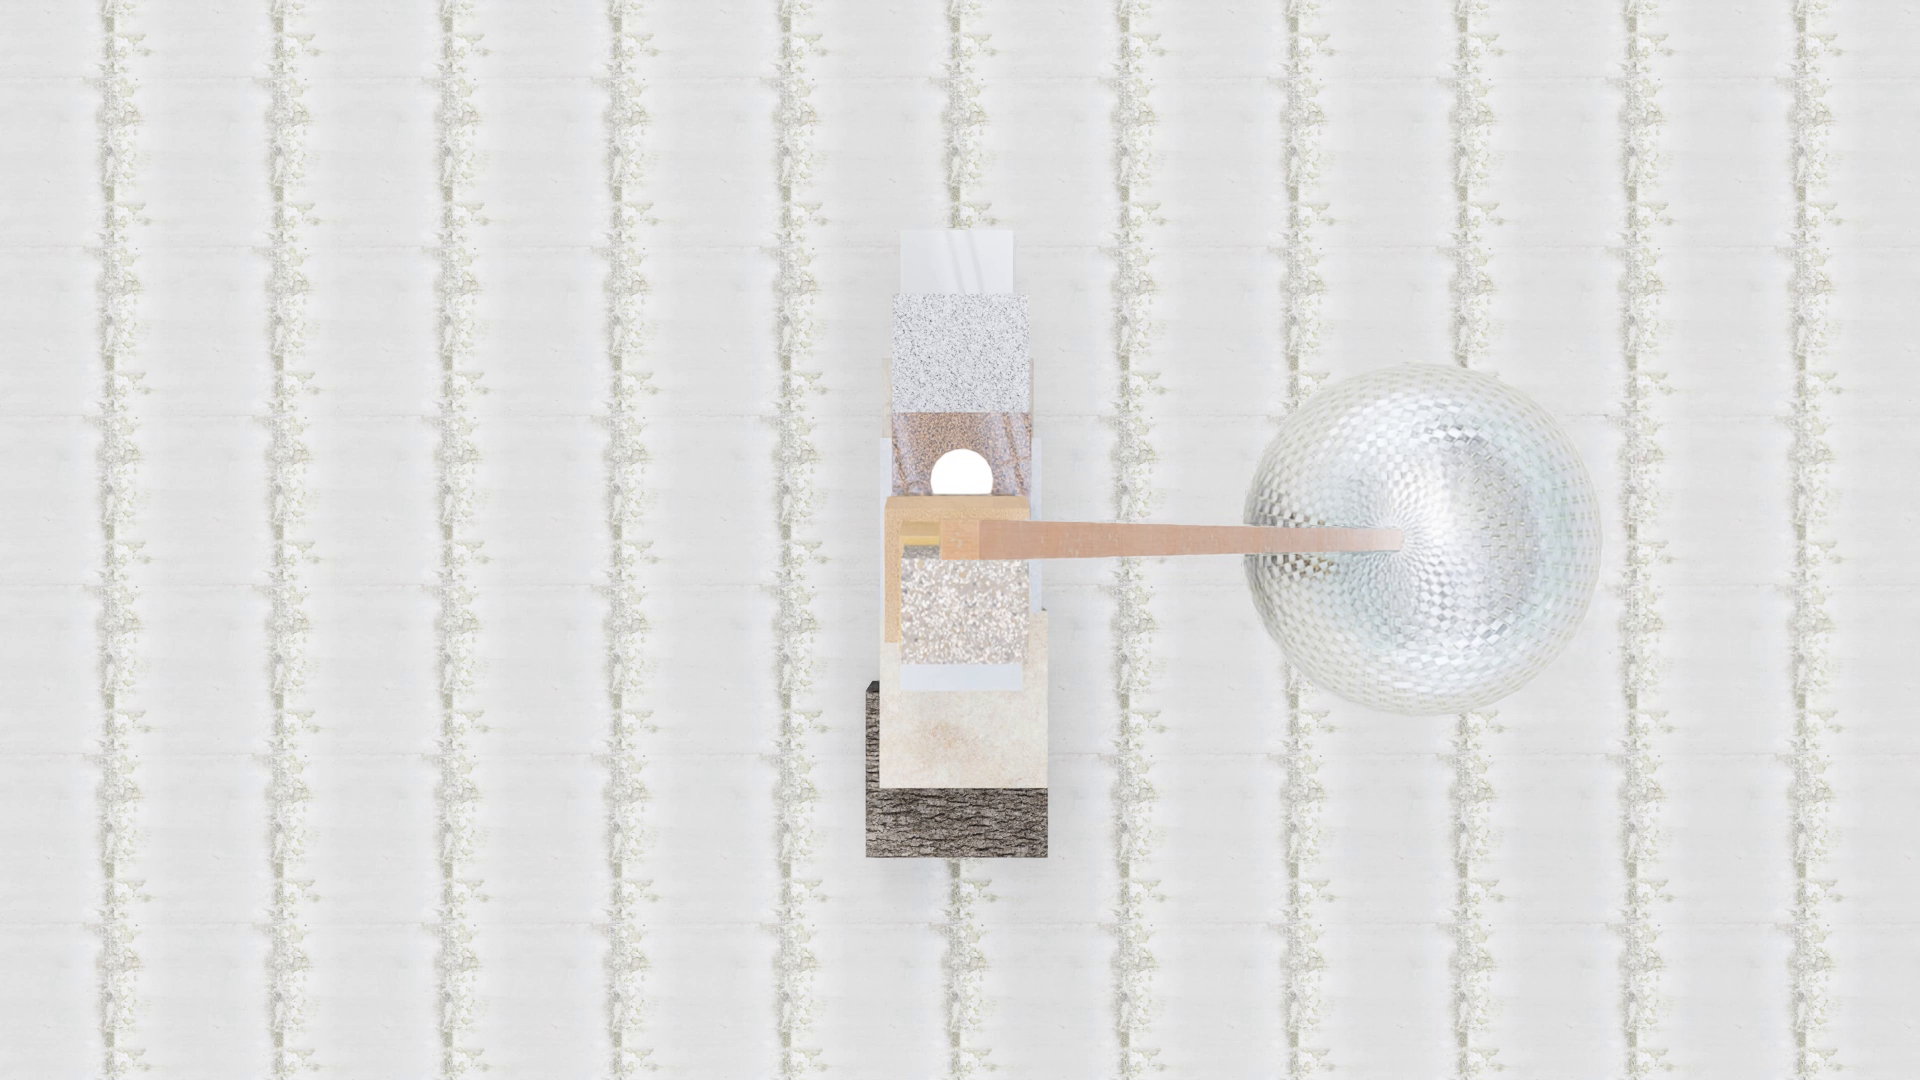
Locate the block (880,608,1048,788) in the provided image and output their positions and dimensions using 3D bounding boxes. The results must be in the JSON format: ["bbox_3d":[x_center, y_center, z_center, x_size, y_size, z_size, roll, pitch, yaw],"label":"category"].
[{"bbox_3d":[0.020,0.823,11.735,0.868,0.745,0.915,0,90,0],"label":"block"}]

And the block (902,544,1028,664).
[{"bbox_3d":[0.019,0.250,8.751,0.492,0.451,0.414,0,97,0],"label":"block"}]

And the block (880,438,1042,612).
[{"bbox_3d":[0.004,-0.081,11.617,0.819,0.928,0.887,0,91,0],"label":"block"}]

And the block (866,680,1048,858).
[{"bbox_3d":[-0.018,1.291,12.554,1.004,0.892,0.917,0,90,0],"label":"block"}]

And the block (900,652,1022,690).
[{"bbox_3d":[0.006,0.401,10.902,0.588,0.519,0.587,0,100,0],"label":"block"}]

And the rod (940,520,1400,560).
[{"bbox_3d":[0.899,0.000,6.748,0.080,5.200,0.080,0,90,20],"label":"rod"}]

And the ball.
[{"bbox_3d":[2.074,0.000,9.939,1.600,1.600,1.600,0,90,0],"label":"ball"}]

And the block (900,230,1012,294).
[{"bbox_3d":[-0.018,-1.380,12.704,0.634,0.592,0.739,0,90,0],"label":"block"}]

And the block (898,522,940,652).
[{"bbox_3d":[-0.011,0.188,9.233,0.475,0.520,0.476,0,97,0],"label":"block"}]

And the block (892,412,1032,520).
[{"bbox_3d":[0.008,-0.279,10.848,0.672,0.603,0.676,0,91,0],"label":"block"}]

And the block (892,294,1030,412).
[{"bbox_3d":[0.005,-0.911,11.749,0.710,0.664,0.738,0,90,0],"label":"block"}]

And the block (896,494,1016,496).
[{"bbox_3d":[-0.019,0.059,10.269,0.564,0.561,0.500,0,97,0],"label":"block"}]

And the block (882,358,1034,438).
[{"bbox_3d":[-0.012,-0.552,12.541,0.833,0.919,0.896,0,90,0],"label":"block"}]

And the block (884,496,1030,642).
[{"bbox_3d":[-0.013,0.124,9.741,0.626,0.503,0.585,0,97,0],"label":"block"}]
